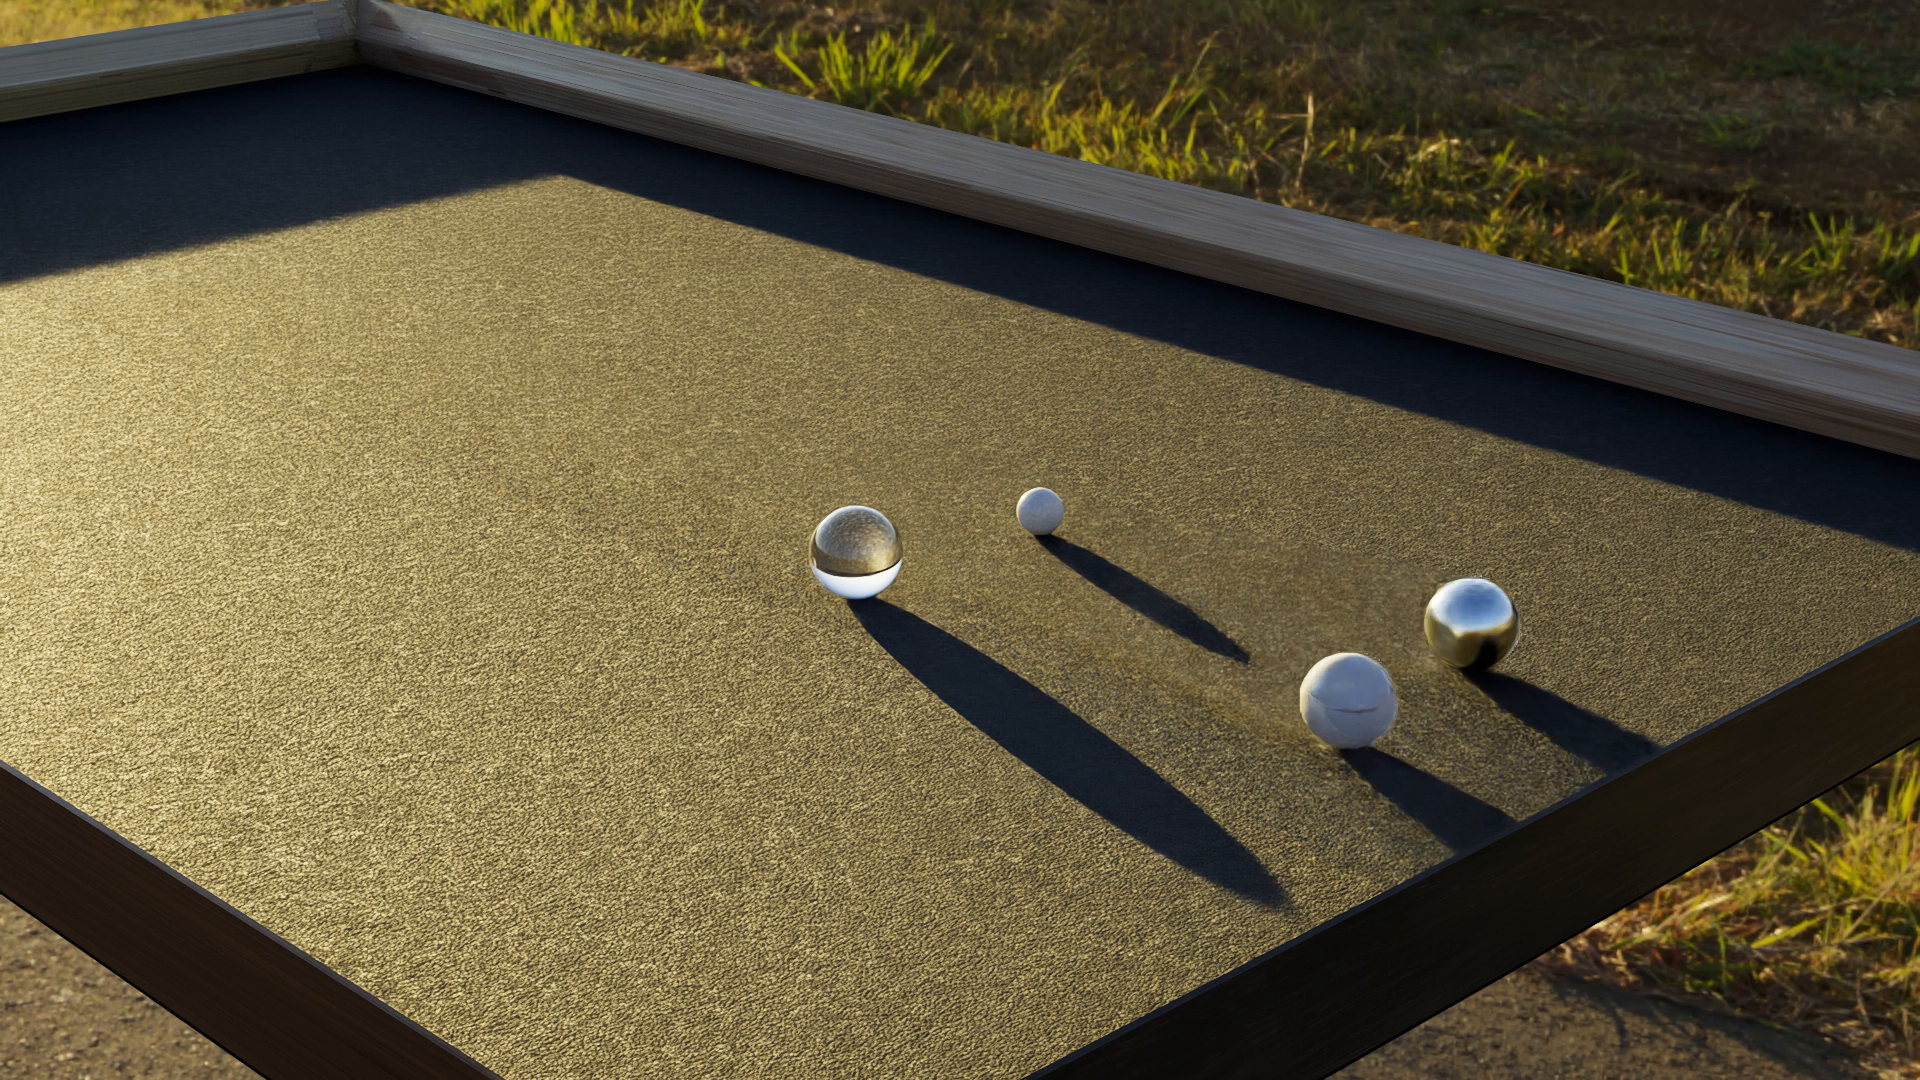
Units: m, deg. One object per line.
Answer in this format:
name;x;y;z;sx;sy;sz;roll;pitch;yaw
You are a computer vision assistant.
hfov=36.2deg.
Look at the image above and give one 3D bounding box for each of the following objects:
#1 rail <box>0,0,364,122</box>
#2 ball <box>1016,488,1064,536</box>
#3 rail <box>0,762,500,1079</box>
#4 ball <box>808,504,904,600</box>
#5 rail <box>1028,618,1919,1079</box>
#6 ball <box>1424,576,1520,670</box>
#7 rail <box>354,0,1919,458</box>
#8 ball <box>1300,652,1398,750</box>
rail;-1.656;-0.620;4.294;1.876;0.111;0.045;-19;28;-41
ball;0.077;-0.027;2.808;0.046;0.046;0.046;0;21;0
rail;-1.214;0.001;2.636;0.045;0.111;3.205;-19;28;-41
ball;-0.094;0.011;2.649;0.086;0.086;0.086;0;21;0
rail;0.541;0.175;2.171;1.876;0.111;0.045;-19;28;-41
ball;0.434;0.071;2.497;0.080;0.080;0.080;0;21;0
rail;0.099;-0.445;3.829;0.045;0.111;3.205;-19;28;-41
ball;0.310;0.128;2.348;0.078;0.078;0.078;0;21;0
